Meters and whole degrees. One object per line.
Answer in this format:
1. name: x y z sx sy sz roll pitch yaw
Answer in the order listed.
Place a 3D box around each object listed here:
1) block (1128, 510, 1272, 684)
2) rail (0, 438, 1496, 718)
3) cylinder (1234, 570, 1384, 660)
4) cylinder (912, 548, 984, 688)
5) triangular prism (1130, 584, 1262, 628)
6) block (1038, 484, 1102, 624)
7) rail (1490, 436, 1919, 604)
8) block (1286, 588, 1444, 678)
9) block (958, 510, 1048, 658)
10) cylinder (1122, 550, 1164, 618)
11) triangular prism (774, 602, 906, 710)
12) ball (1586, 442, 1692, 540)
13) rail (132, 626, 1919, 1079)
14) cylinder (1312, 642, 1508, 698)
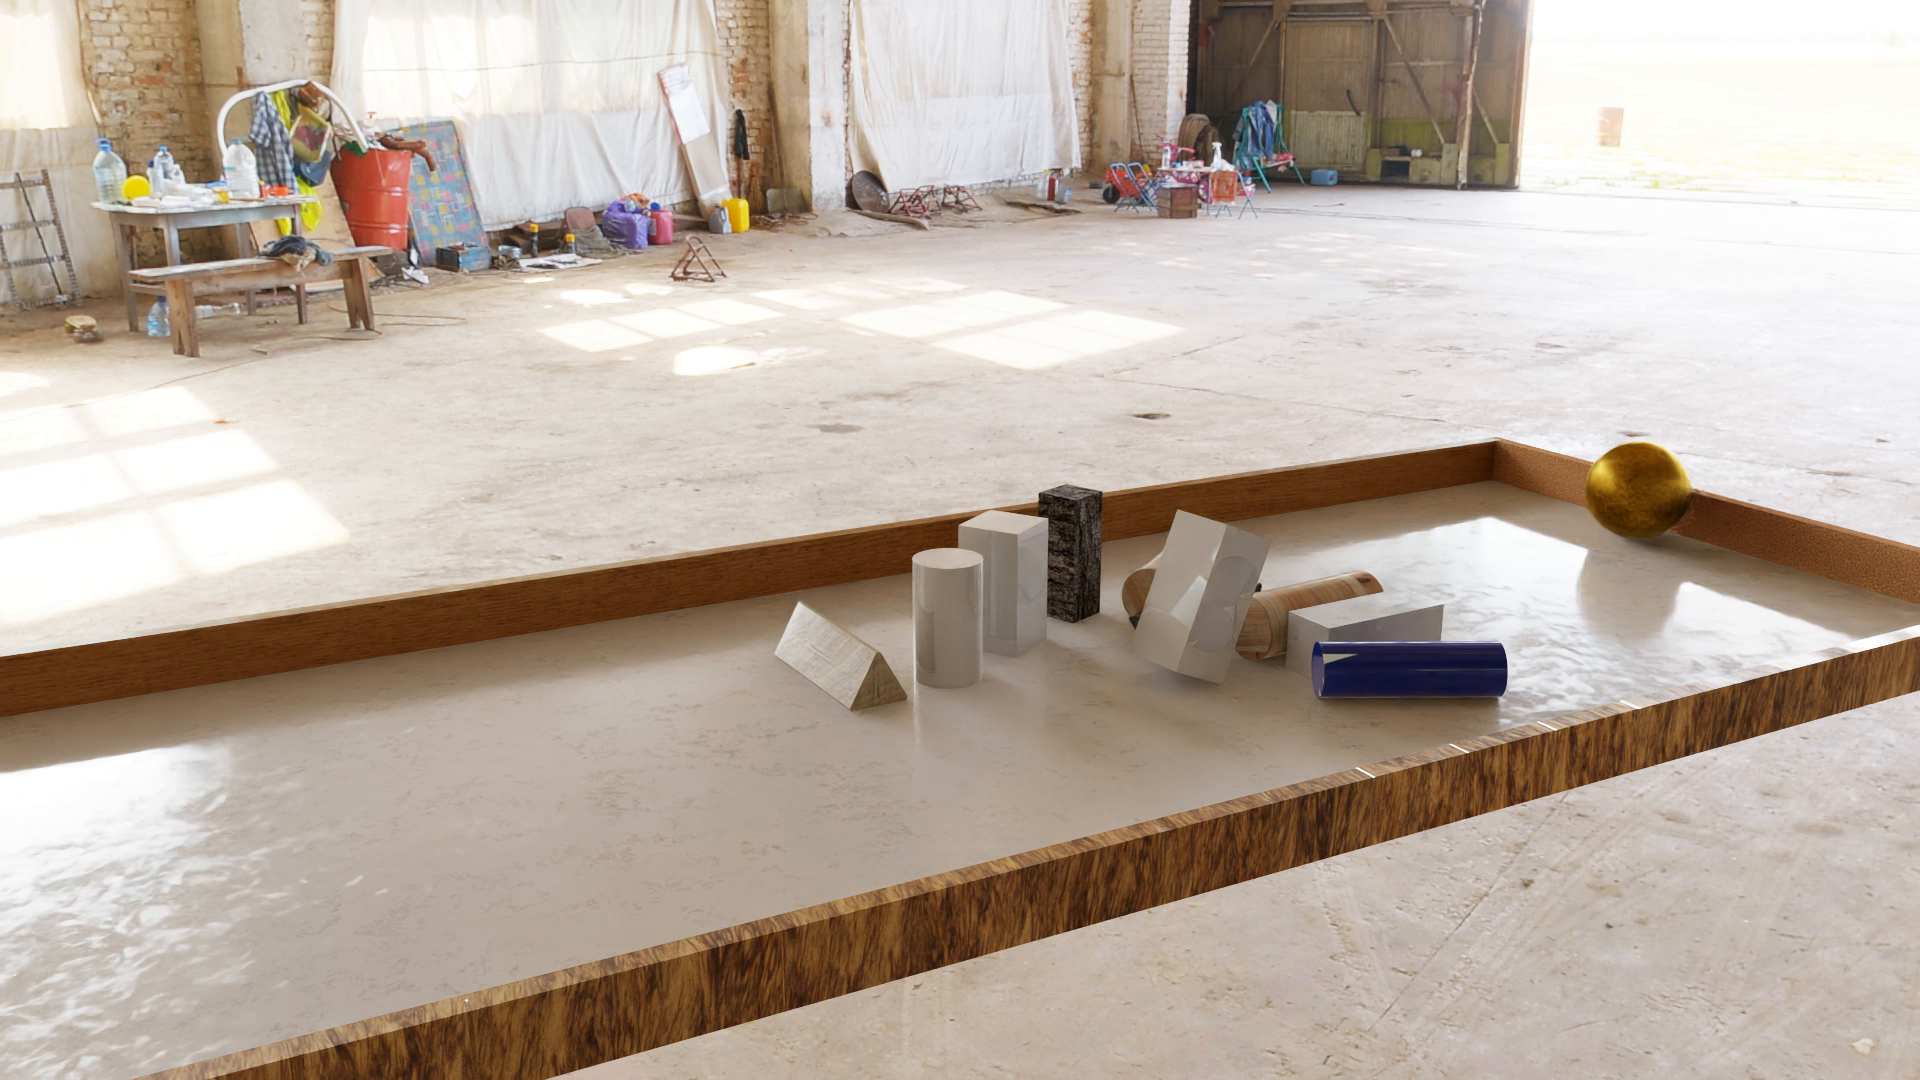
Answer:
1. block: 0.601 0.142 4.130 0.175 0.379 0.175 17 2 -39
2. rail: -3.305 0.497 3.399 12.000 0.150 0.050 -9 18 -27
3. cylinder: 0.921 0.198 4.378 0.413 0.172 0.172 -10 19 -31
4. cylinder: -0.031 0.195 4.139 0.177 0.312 0.177 0 16 0
5. triangular prism: 0.649 0.188 4.406 0.388 0.114 0.132 -13 61 -38
6. block: 0.305 0.037 4.603 0.127 0.353 0.127 13 21 38
7. rail: 2.466 -0.048 5.253 0.050 0.150 2.100 -9 18 -27
8. block: 1.044 0.246 4.251 0.388 0.151 0.151 -9 19 -28
9. block: 0.115 0.114 4.372 0.174 0.336 0.174 9 19 28
10. cylinder: 0.609 0.110 4.686 0.167 0.167 0.394 8 18 25
11. triangular prism: -0.307 0.279 4.153 0.156 0.135 0.440 -9 19 -29
12. ball: 2.197 -0.161 5.340 0.317 0.317 0.317 0 16 0
13. rail: -2.336 1.006 1.665 12.000 0.150 0.050 -9 18 -27
14. cylinder: 1.096 0.316 4.034 0.443 0.137 0.137 0 16 -1
